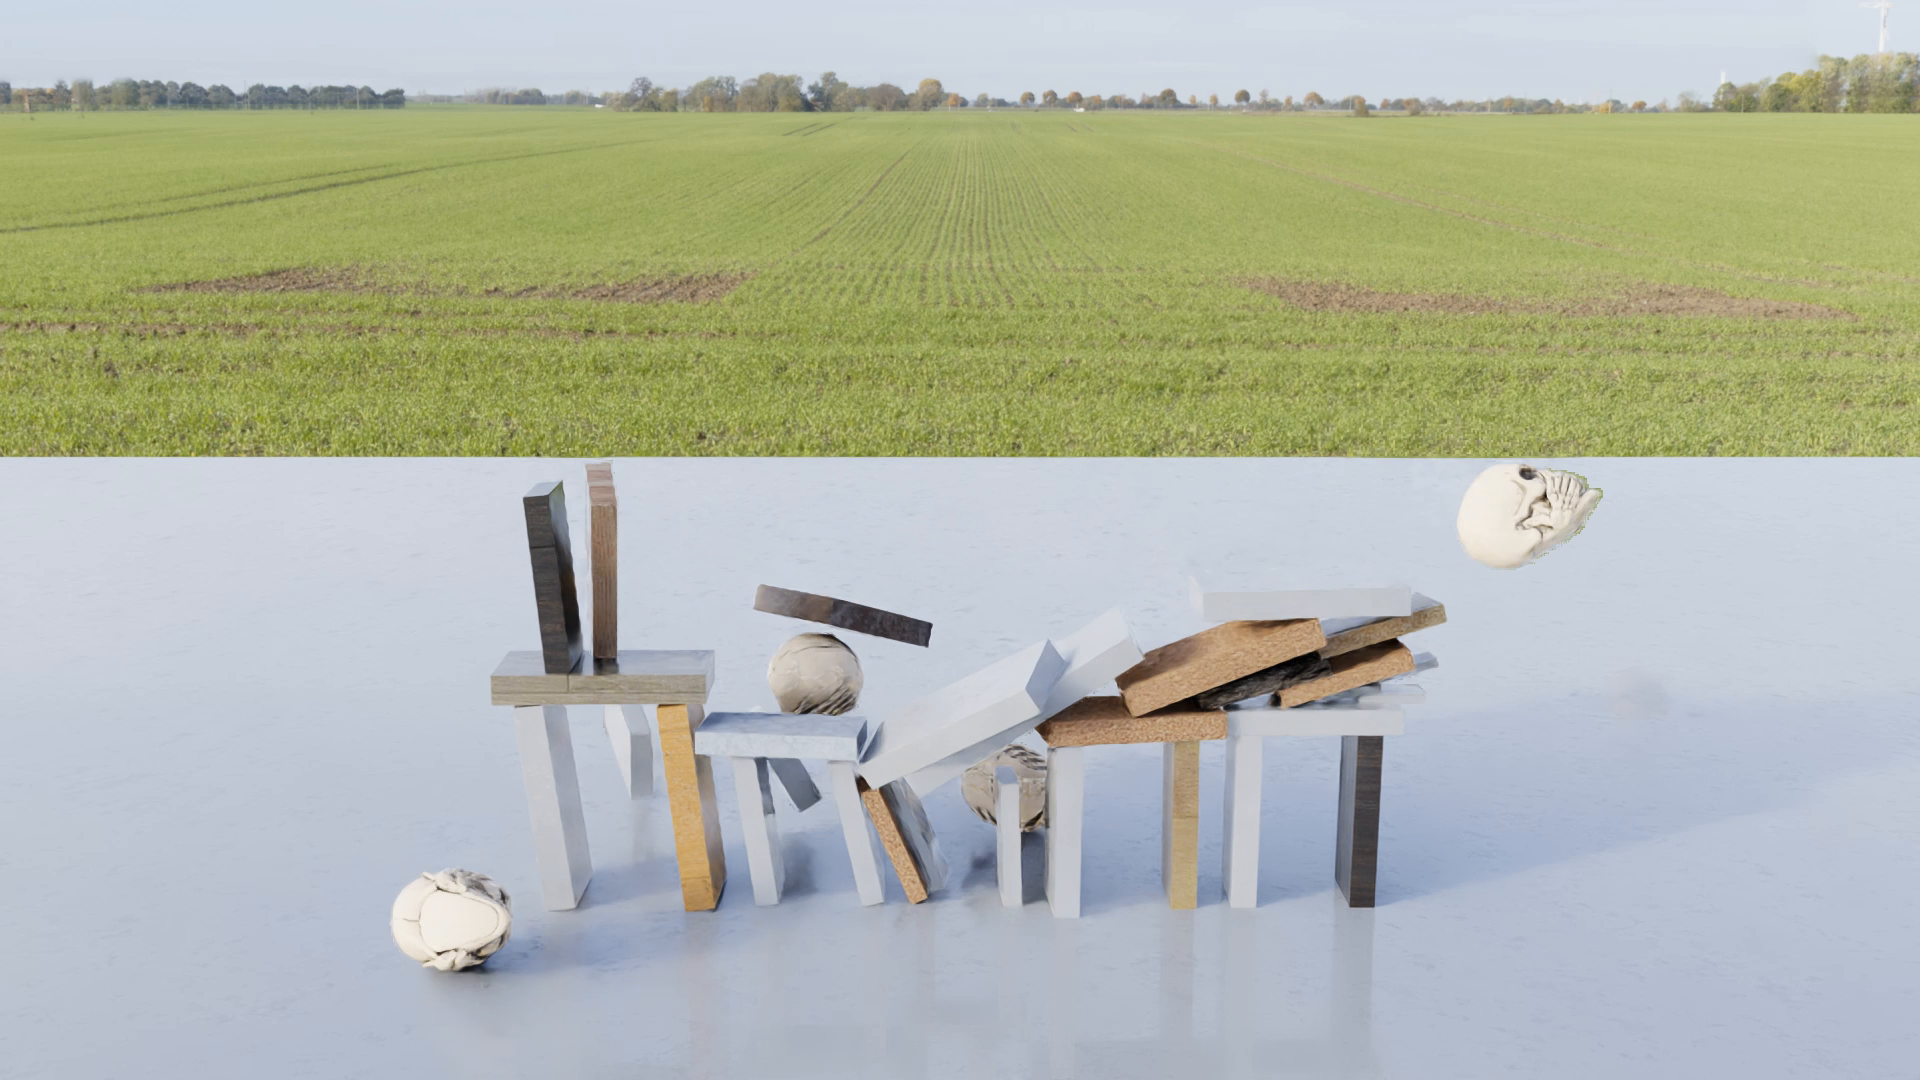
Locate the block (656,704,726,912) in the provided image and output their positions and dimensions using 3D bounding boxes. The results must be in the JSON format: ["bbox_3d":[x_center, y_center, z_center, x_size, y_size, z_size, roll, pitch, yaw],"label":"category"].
[{"bbox_3d":[-0.442,0.420,3.638,0.049,0.343,0.171,-6,10,2],"label":"block"}]

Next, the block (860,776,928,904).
[{"bbox_3d":[-0.110,0.491,3.648,0.029,0.208,0.104,-23,11,2],"label":"block"}]

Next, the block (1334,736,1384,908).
[{"bbox_3d":[0.661,0.446,3.648,0.041,0.291,0.145,1,11,0],"label":"block"}]

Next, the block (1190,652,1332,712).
[{"bbox_3d":[0.485,0.223,3.589,0.221,0.031,0.110,-15,11,-4],"label":"block"}]

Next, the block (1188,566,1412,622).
[{"bbox_3d":[0.546,0.086,3.561,0.330,0.047,0.165,-2,11,-2],"label":"block"}]

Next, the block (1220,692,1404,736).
[{"bbox_3d":[0.570,0.282,3.618,0.291,0.041,0.145,0,11,-1],"label":"block"}]

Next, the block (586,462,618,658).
[{"bbox_3d":[-0.590,0.035,3.619,0.041,0.288,0.144,-3,31,-13],"label":"block"}]

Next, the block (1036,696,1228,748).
[{"bbox_3d":[0.273,0.291,3.574,0.291,0.041,0.145,-2,11,-10],"label":"block"}]

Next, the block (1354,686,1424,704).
[{"bbox_3d":[0.703,0.254,3.615,0.108,0.015,0.054,0,10,-2],"label":"block"}]

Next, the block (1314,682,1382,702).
[{"bbox_3d":[0.632,0.245,3.612,0.108,0.015,0.054,-9,11,1],"label":"block"}]

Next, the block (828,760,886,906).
[{"bbox_3d":[-0.172,0.460,3.647,0.037,0.262,0.131,-12,10,1],"label":"block"}]

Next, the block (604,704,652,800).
[{"bbox_3d":[-0.644,0.362,4.257,0.041,0.144,0.288,-6,28,-17],"label":"block"}]

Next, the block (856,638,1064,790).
[{"bbox_3d":[0.001,0.280,3.529,0.332,0.047,0.166,-27,16,26],"label":"block"}]

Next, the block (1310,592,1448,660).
[{"bbox_3d":[0.672,0.140,3.603,0.220,0.031,0.110,-16,11,-8],"label":"block"}]

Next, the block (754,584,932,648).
[{"bbox_3d":[-0.208,0.139,3.986,0.166,0.047,0.332,9,-4,32],"label":"block"}]

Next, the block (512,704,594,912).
[{"bbox_3d":[-0.671,0.420,3.637,0.049,0.343,0.171,-7,10,1],"label":"block"}]

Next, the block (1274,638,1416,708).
[{"bbox_3d":[0.623,0.216,3.604,0.221,0.031,0.110,-17,11,1],"label":"block"}]

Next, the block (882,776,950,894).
[{"bbox_3d":[-0.075,0.480,3.692,0.029,0.208,0.104,-23,6,8],"label":"block"}]

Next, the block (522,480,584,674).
[{"bbox_3d":[-0.660,0.058,3.574,0.041,0.288,0.144,-5,11,0],"label":"block"}]

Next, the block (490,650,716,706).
[{"bbox_3d":[-0.581,0.225,3.607,0.343,0.049,0.171,0,11,-1],"label":"block"}]

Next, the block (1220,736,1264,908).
[{"bbox_3d":[0.467,0.446,3.648,0.041,0.291,0.145,1,11,0],"label":"block"}]

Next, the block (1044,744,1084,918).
[{"bbox_3d":[0.169,0.455,3.599,0.041,0.291,0.145,0,10,-5],"label":"block"}]

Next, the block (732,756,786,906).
[{"bbox_3d":[-0.334,0.460,3.646,0.037,0.262,0.131,-8,10,2],"label":"block"}]

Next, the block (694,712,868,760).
[{"bbox_3d":[-0.289,0.318,3.583,0.262,0.037,0.131,1,11,6],"label":"block"}]

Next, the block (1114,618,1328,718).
[{"bbox_3d":[0.416,0.188,3.571,0.330,0.047,0.165,-21,11,1],"label":"block"}]

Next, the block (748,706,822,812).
[{"bbox_3d":[-0.326,0.388,3.940,0.047,0.166,0.332,-32,5,-9],"label":"block"}]

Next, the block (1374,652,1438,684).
[{"bbox_3d":[0.726,0.209,3.608,0.108,0.015,0.054,-15,10,0],"label":"block"}]

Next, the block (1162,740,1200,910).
[{"bbox_3d":[0.364,0.448,3.638,0.041,0.291,0.145,0,11,-1],"label":"block"}]

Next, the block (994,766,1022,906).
[{"bbox_3d":[0.080,0.489,3.640,0.029,0.208,0.104,-3,11,-4],"label":"block"}]

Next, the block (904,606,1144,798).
[{"bbox_3d":[0.097,0.260,3.570,0.425,0.047,0.165,-32,14,7],"label":"block"}]
